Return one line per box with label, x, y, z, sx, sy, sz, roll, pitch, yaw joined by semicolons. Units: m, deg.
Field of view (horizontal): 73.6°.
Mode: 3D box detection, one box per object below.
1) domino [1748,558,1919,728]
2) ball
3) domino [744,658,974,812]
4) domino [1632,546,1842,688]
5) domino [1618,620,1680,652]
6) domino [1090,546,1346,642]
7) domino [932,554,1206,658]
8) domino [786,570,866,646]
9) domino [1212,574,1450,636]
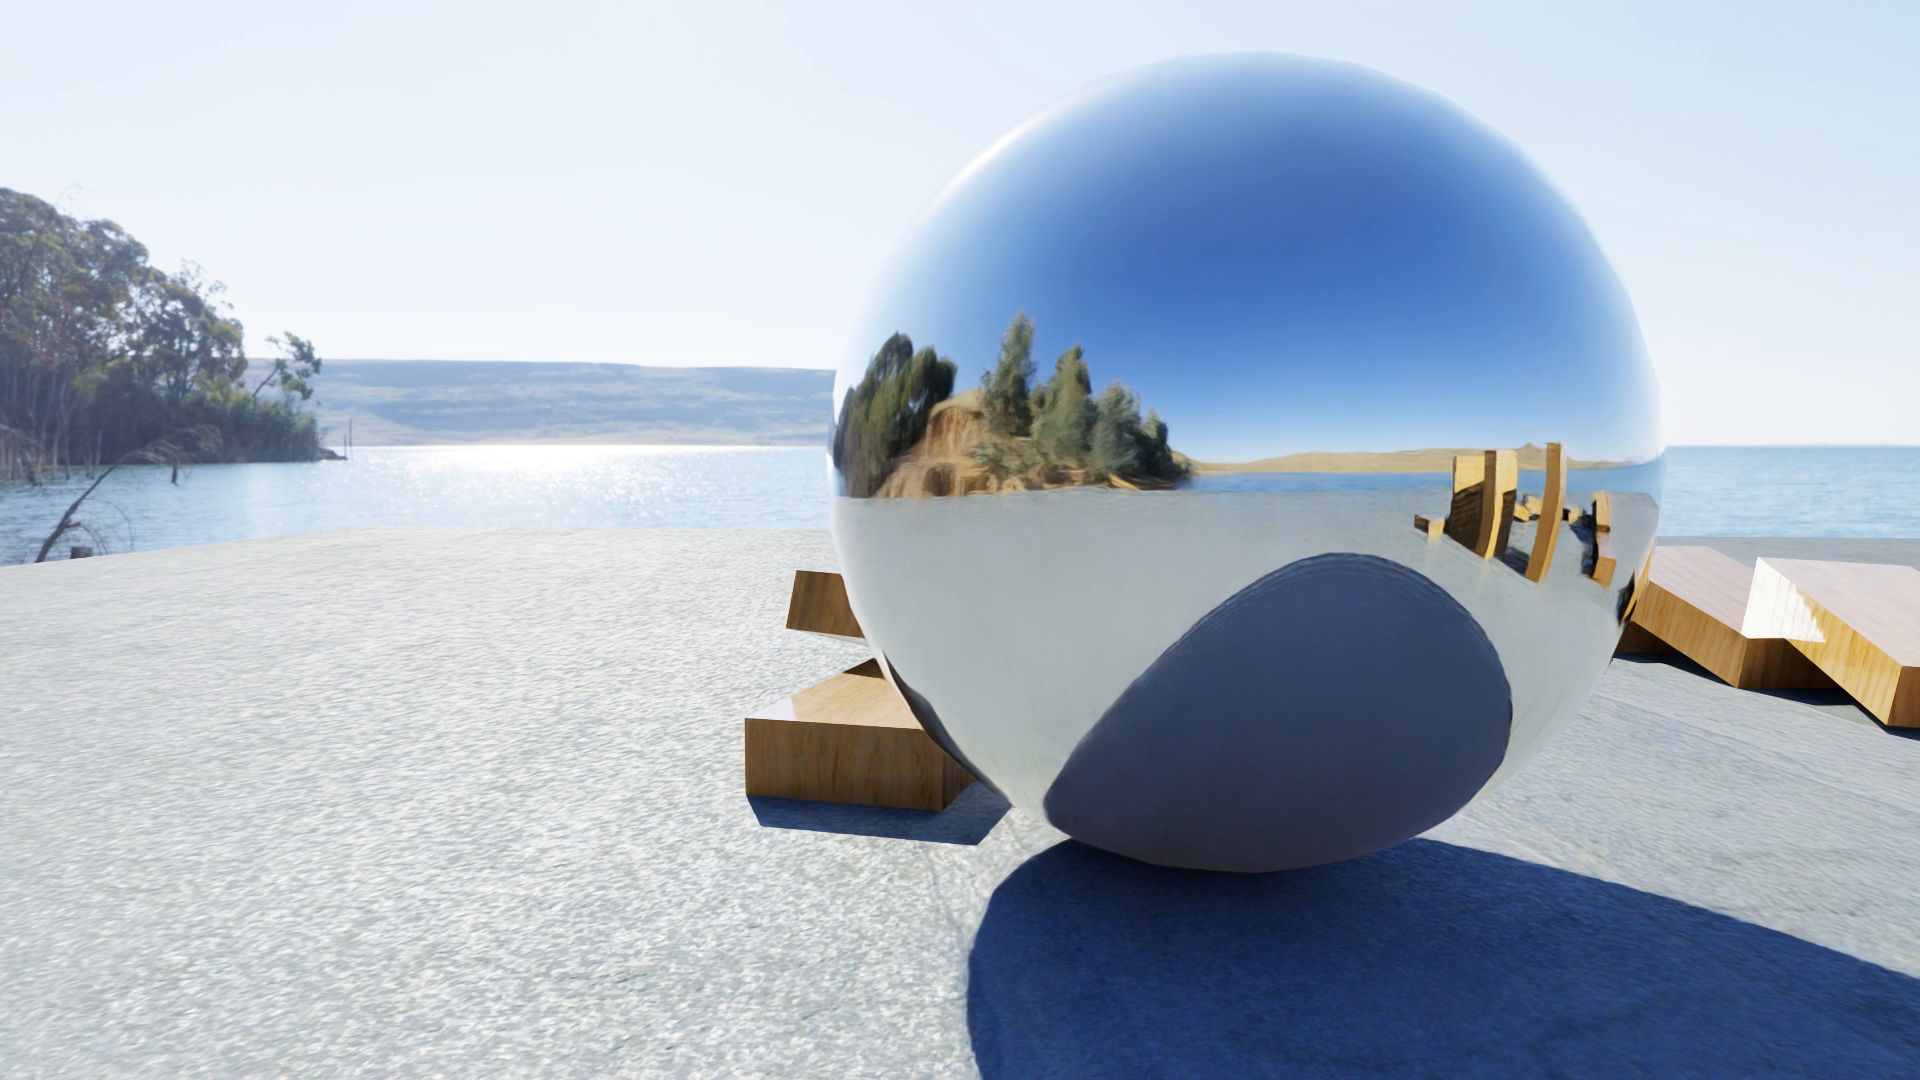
domino;0.153;0.016;0.209;0.025;0.009;0.050;4;18;9
ball;0.026;-0.007;0.131;0.080;0.080;0.080;0;4;0
domino;-0.007;0.025;0.176;0.025;0.010;0.050;1;4;16
domino;0.146;0.014;0.246;0.025;0.009;0.050;0;18;-4
domino;0.139;0.016;0.287;0.025;0.009;0.050;0;4;-4
domino;0.055;0.012;0.273;0.050;0.009;0.025;14;-4;-33
domino;0.021;0.013;0.249;0.050;0.009;0.025;15;-6;-38
domino;-0.002;0.015;0.216;0.025;0.010;0.050;3;-10;39
domino;0.088;0.015;0.306;0.050;0.010;0.025;2;5;29
